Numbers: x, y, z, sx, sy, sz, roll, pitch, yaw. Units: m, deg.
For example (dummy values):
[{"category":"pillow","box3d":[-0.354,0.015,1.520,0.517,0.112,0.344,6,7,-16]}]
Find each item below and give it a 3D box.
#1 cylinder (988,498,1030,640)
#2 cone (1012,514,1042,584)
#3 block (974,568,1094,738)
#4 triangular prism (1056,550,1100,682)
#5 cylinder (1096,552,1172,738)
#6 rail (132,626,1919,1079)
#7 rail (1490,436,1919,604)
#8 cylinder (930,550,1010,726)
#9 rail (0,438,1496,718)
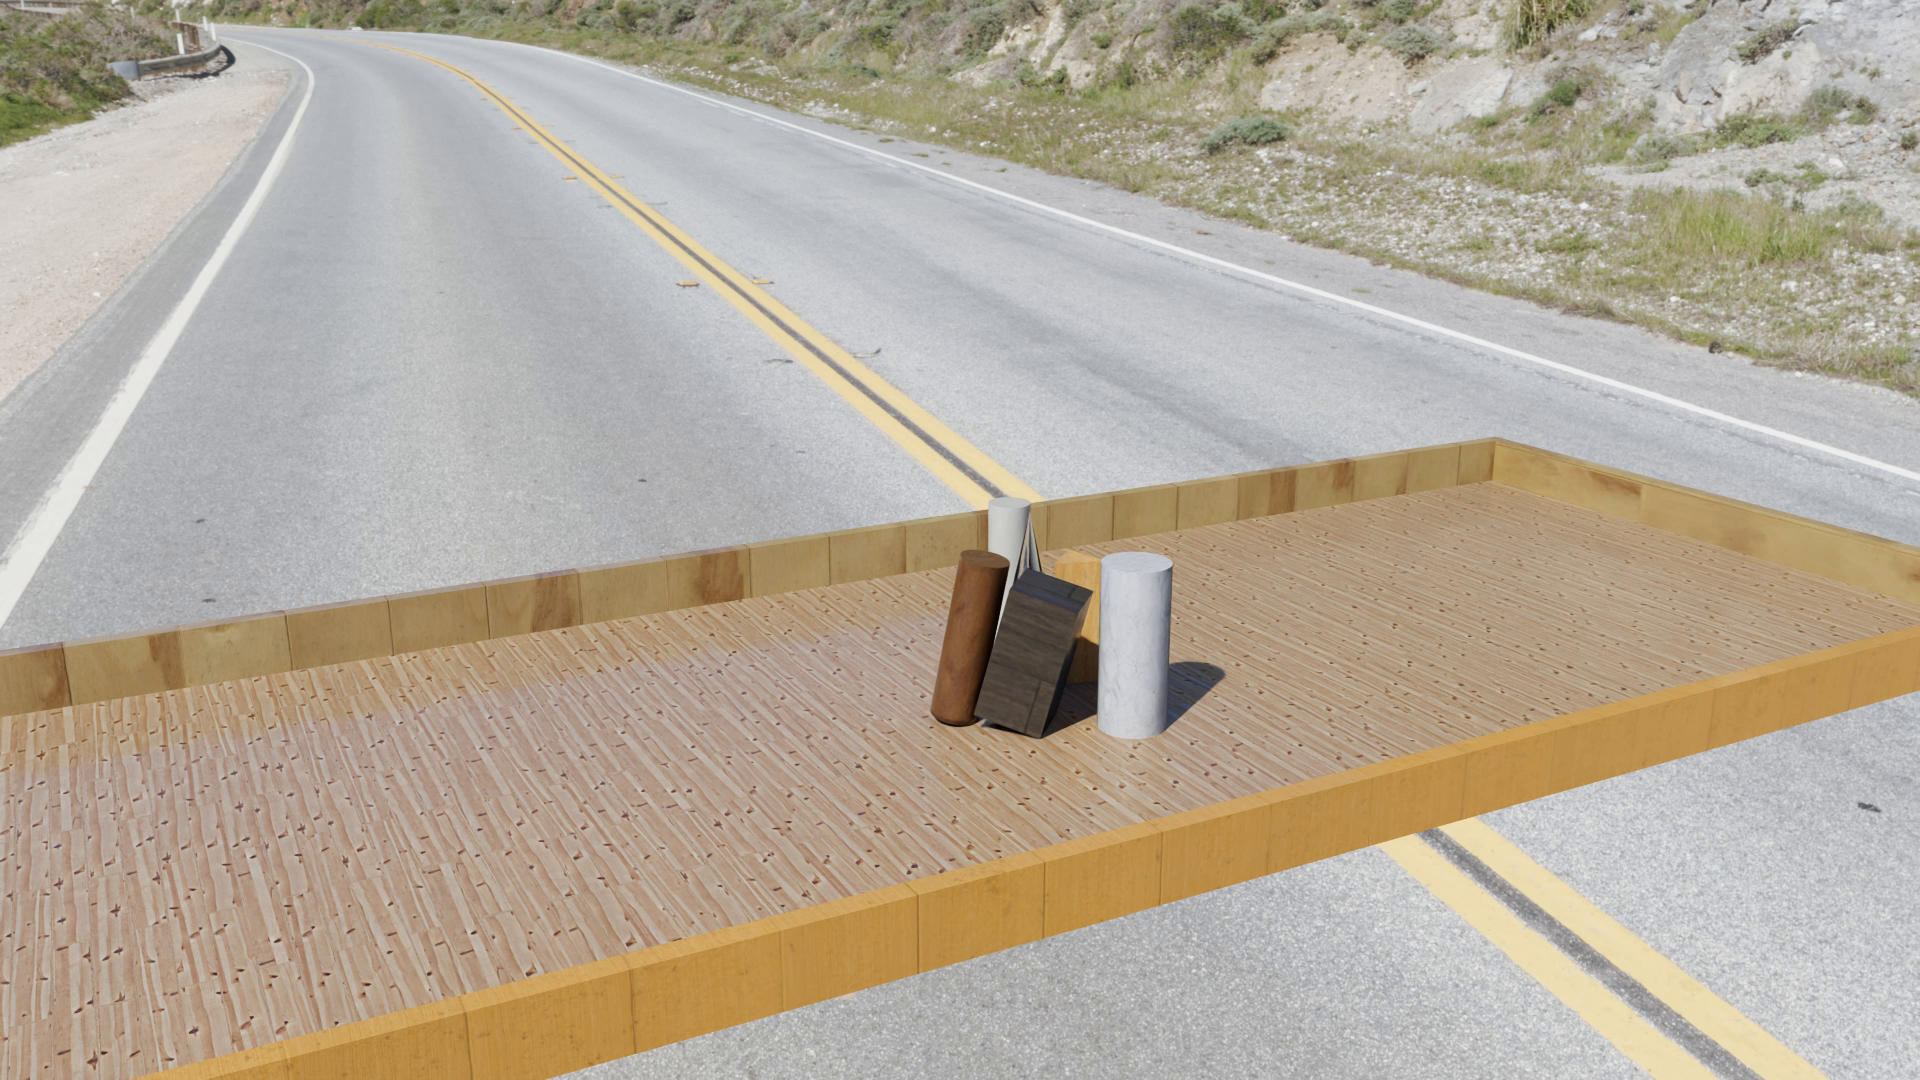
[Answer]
[{"category":"cylinder","box3d":[0.128,0.097,4.310,0.109,0.403,0.109,0,16,0]},{"category":"cone","box3d":[0.174,0.129,4.177,0.179,0.417,0.179,0,16,0]},{"category":"block","box3d":[0.171,0.262,3.830,0.165,0.326,0.165,19,20,11]},{"category":"triangular prism","box3d":[0.285,0.191,4.143,0.121,0.316,0.105,-3,17,-10]},{"category":"cylinder","box3d":[0.403,0.243,3.819,0.164,0.401,0.164,0,16,0]},{"category":"rail","box3d":[-2.336,1.006,1.665,12.000,0.150,0.050,-9,18,-27]},{"category":"rail","box3d":[2.466,-0.048,5.253,0.050,0.150,2.100,-9,18,-27]},{"category":"cylinder","box3d":[0.022,0.228,3.851,0.117,0.396,0.117,10,18,-3]},{"category":"rail","box3d":[-3.305,0.497,3.399,12.000,0.150,0.050,-9,18,-27]}]
